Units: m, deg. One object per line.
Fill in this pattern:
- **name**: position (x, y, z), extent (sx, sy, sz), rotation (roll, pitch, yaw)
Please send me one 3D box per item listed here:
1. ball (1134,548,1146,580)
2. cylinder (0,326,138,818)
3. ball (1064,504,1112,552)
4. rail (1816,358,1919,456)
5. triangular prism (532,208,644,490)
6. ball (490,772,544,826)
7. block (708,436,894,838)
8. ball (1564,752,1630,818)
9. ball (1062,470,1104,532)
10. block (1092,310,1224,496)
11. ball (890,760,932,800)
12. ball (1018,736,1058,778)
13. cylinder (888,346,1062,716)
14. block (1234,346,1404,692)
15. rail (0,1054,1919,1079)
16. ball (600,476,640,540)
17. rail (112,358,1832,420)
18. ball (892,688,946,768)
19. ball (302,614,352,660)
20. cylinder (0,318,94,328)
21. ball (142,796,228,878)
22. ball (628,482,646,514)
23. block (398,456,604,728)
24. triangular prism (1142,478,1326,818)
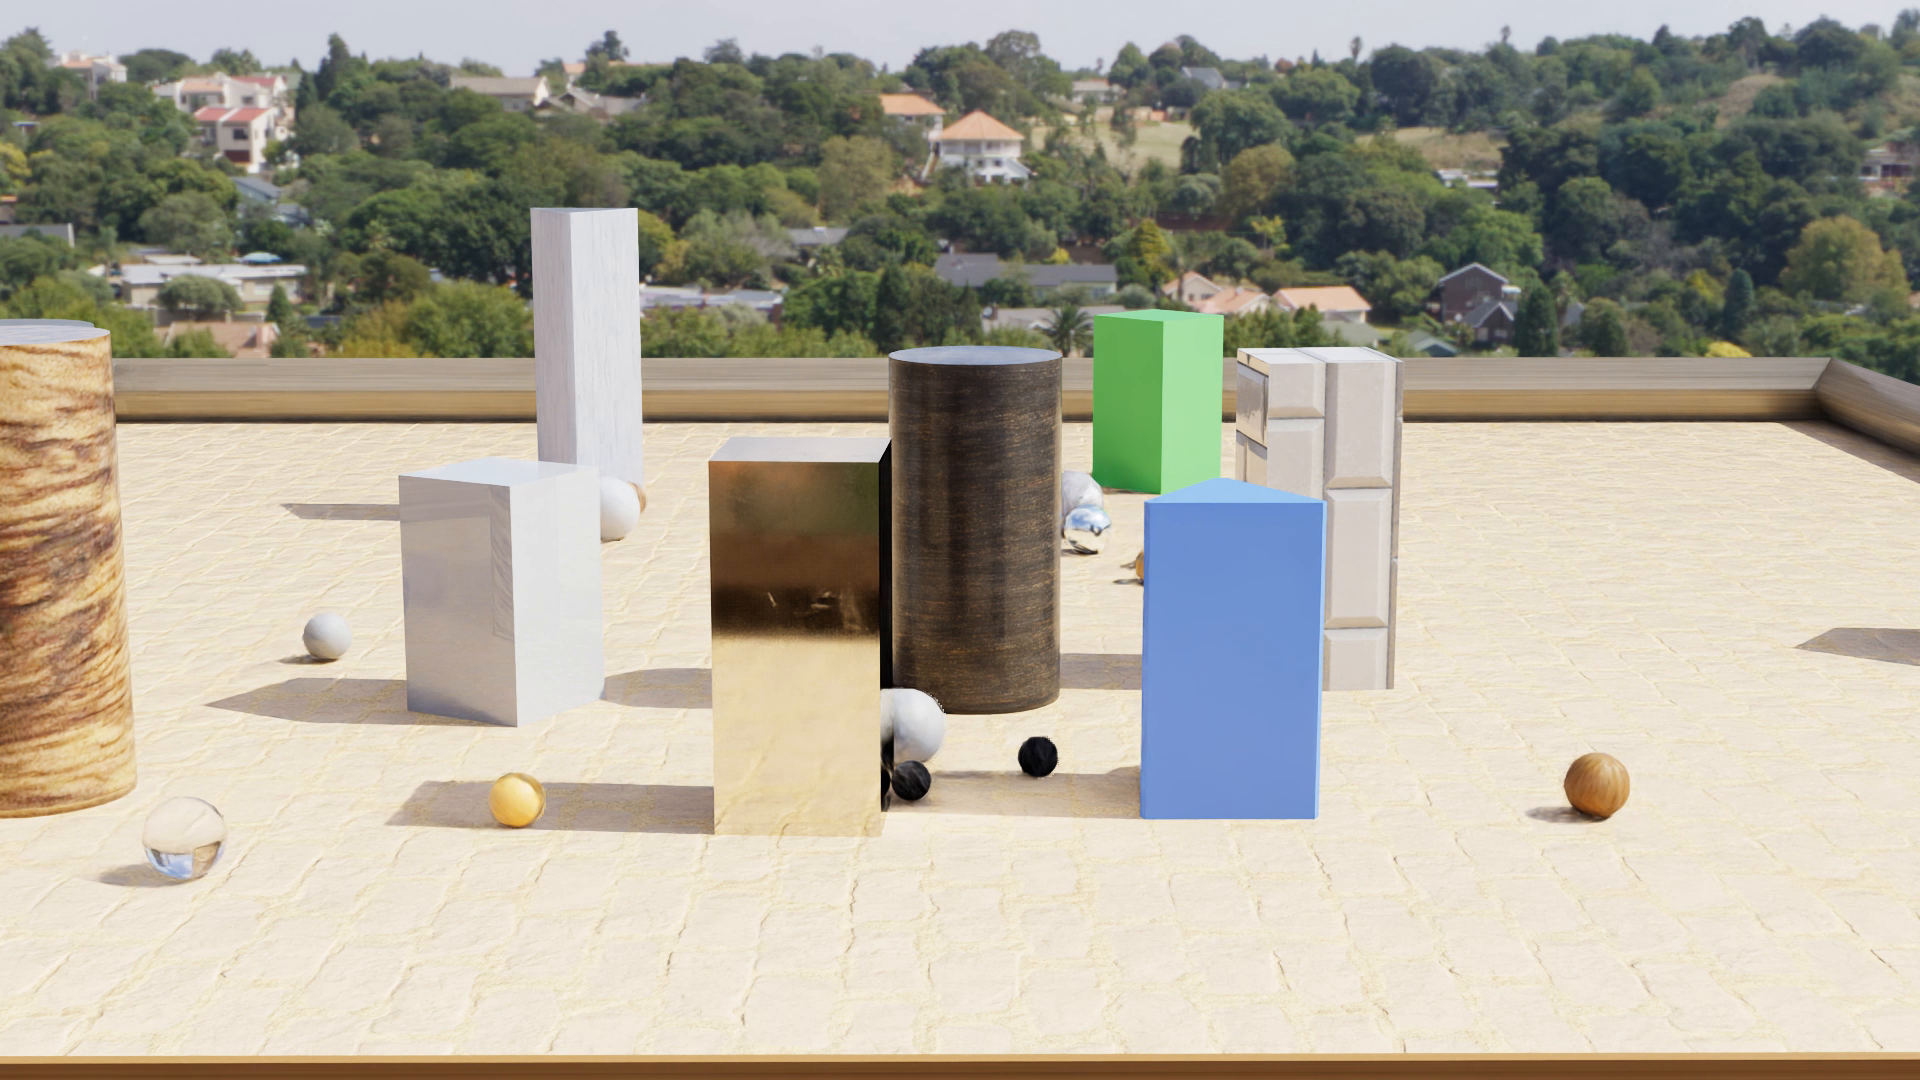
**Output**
- **ball**: position (0.275, 0.035, 3.658), extent (0.052, 0.052, 0.052), rotation (0, 10, 0)
- **cylinder**: position (-0.941, 0.027, 2.569), extent (0.200, 0.464, 0.200), rotation (0, 10, 0)
- **ball**: position (0.194, -0.017, 3.882), extent (0.074, 0.074, 0.074), rotation (0, 10, 0)
- **rail**: position (1.795, 0.031, 3.459), extent (0.045, 0.130, 3.806), rotation (0, 10, 0)
- **triangular prism**: position (-0.636, -0.291, 4.197), extent (0.150, 0.497, 0.173), rotation (7, 12, 32)
- **ball**: position (-0.430, 0.251, 2.487), extent (0.053, 0.053, 0.053), rotation (0, 10, 0)
- **block**: position (-0.151, 0.091, 2.503), extent (0.160, 0.363, 0.160), rotation (1, 10, 3)
- **ball**: position (0.626, 0.240, 2.518), extent (0.063, 0.063, 0.063), rotation (0, 10, 0)
- **ball**: position (0.177, -0.059, 4.039), extent (0.100, 0.100, 0.100), rotation (0, 10, 0)
- **block**: position (0.346, -0.245, 4.493), extent (0.160, 0.299, 0.160), rotation (-10, 15, -44)
- **ball**: position (-0.049, 0.241, 2.575), extent (0.040, 0.040, 0.040), rotation (0, 10, 0)
- **ball**: position (0.081, 0.225, 2.660), extent (0.042, 0.042, 0.042), rotation (0, 10, 0)
- **cylinder**: position (0.017, -0.016, 2.976), extent (0.200, 0.400, 0.200), rotation (0, 10, 0)
- **block**: position (0.424, -0.027, 3.068), extent (0.160, 0.389, 0.160), rotation (-1, 11, -7)
- **rail**: position (0.011, 0.375, 1.601), extent (3.638, 0.130, 0.045), rotation (0, 10, 0)
- **ball**: position (-0.547, -0.049, 3.987), extent (0.098, 0.098, 0.098), rotation (0, 10, 0)
- **rail**: position (-0.011, -0.308, 5.297), extent (3.638, 0.130, 0.045), rotation (0, 10, 0)
- **ball**: position (-0.058, 0.197, 2.691), extent (0.085, 0.085, 0.085), rotation (0, 10, 0)
- **ball**: position (-0.785, 0.120, 3.180), extent (0.059, 0.059, 0.059), rotation (0, 10, 0)
- **cylinder**: position (-1.085, -0.027, 2.941), extent (0.200, 0.435, 0.200), rotation (0, 10, 0)
- **ball**: position (-0.703, 0.270, 2.328), extent (0.074, 0.074, 0.074), rotation (0, 10, 0)
- **ball**: position (-0.540, -0.064, 4.169), extent (0.062, 0.062, 0.062), rotation (0, 10, 0)
- **block**: position (-0.523, 0.055, 2.941), extent (0.160, 0.273, 0.160), rotation (6, 12, 29)
- **triangular prism**: position (0.264, 0.105, 2.560), extent (0.173, 0.314, 0.150), rotation (0, 10, 0)
